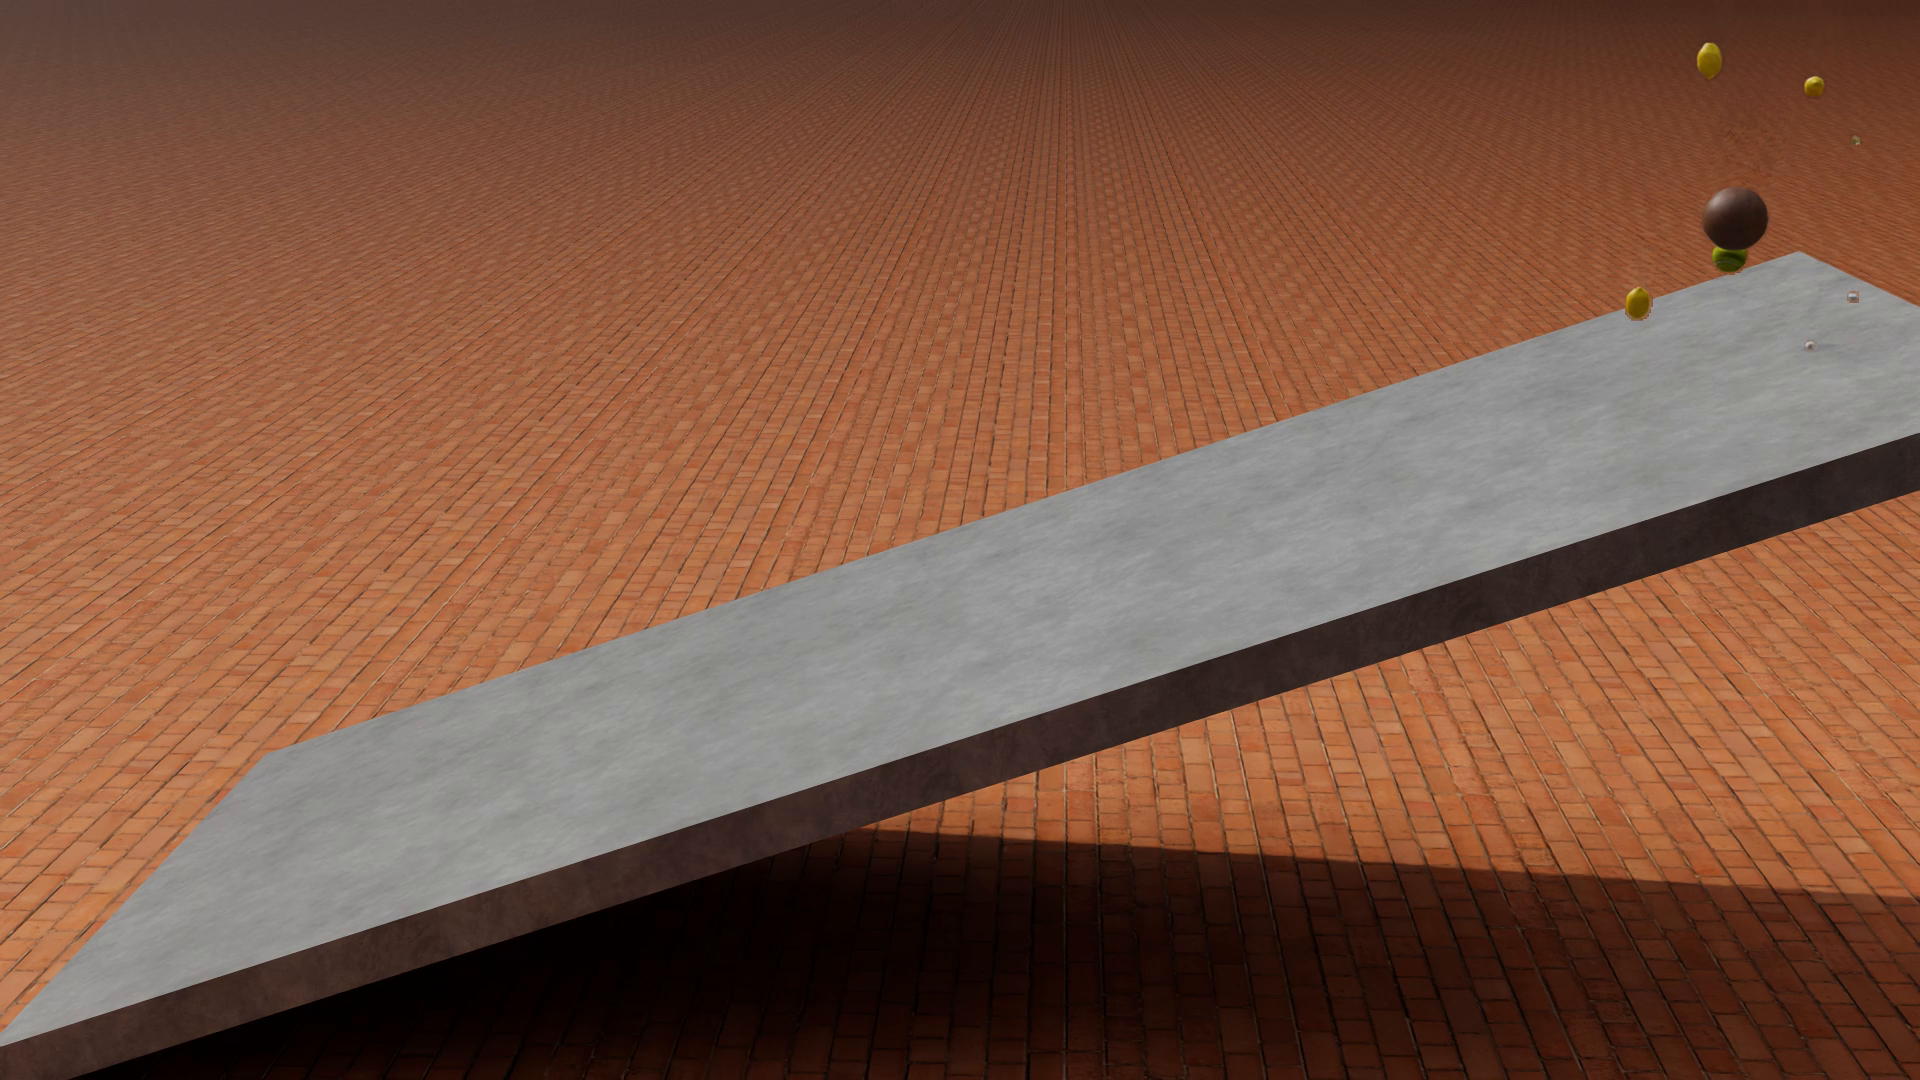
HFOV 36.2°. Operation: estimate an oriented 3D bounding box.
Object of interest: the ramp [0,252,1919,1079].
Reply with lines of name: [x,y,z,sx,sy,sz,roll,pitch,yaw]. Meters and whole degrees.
ramp: [0.107,0.180,6.305,4.000,0.100,2.000,-18,11,6]
